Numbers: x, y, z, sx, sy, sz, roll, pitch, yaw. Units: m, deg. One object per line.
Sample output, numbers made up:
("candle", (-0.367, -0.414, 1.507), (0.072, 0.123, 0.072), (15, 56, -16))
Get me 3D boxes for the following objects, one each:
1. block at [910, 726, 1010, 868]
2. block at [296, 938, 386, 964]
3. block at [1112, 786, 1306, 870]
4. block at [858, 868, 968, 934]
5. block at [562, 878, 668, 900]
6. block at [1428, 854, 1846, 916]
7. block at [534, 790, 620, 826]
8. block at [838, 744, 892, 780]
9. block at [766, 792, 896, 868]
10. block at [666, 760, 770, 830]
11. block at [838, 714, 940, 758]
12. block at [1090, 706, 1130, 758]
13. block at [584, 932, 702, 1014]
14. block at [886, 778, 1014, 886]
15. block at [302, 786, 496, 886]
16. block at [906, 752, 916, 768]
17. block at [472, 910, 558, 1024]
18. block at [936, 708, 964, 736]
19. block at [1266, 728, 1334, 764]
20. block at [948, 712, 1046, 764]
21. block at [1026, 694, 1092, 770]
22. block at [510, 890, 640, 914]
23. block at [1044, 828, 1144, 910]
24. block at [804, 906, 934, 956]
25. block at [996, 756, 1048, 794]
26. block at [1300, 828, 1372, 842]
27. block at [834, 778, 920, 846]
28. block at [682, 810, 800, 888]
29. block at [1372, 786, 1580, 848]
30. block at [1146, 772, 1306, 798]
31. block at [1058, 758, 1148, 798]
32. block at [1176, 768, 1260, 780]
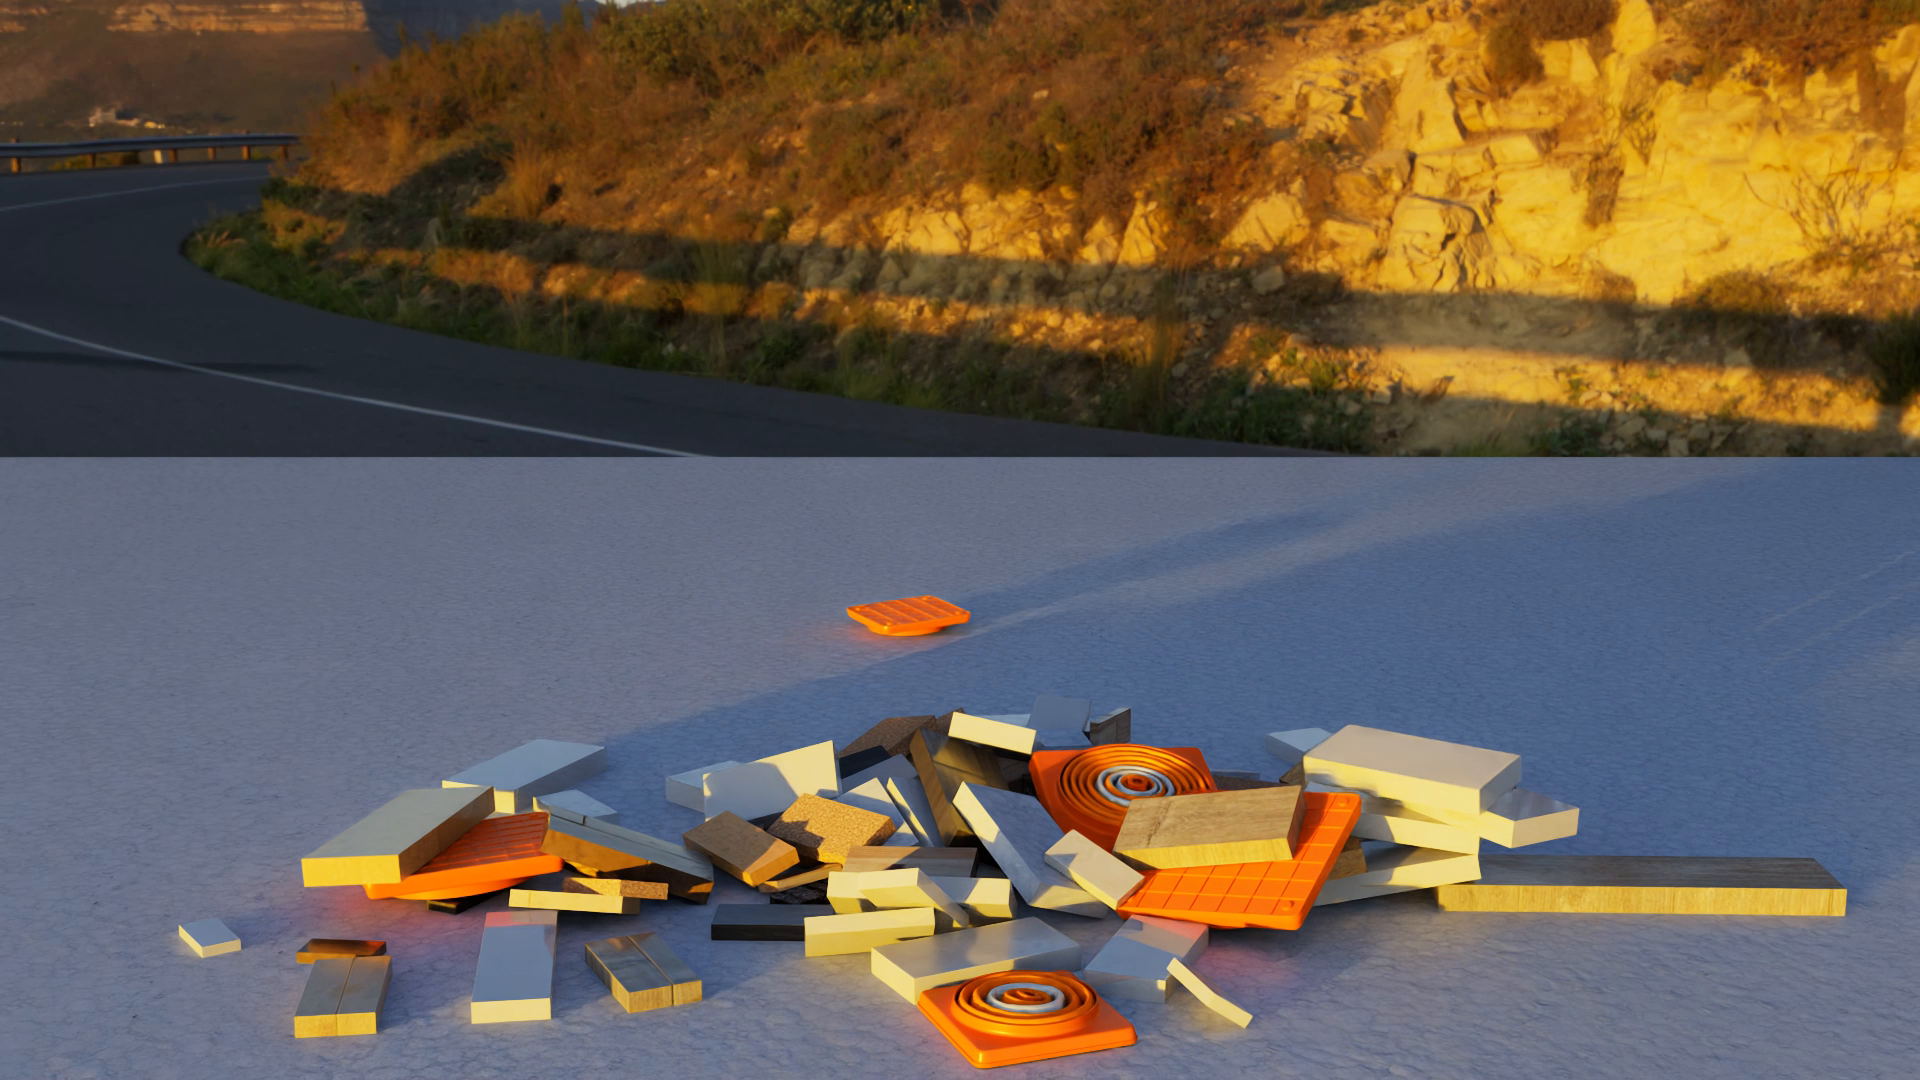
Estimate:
("block", (0.019, 0.451, 3.824), (0.152, 0.043, 0.381), (21, 16, -18))
("block", (-0.951, 0.634, 3.385), (0.119, 0.017, 0.059), (1, 11, 6))
("block", (0.406, 0.469, 3.570), (0.292, 0.041, 0.146), (-8, 26, 23))
("block", (-0.070, 0.556, 3.368), (0.098, 0.028, 0.195), (-8, -33, 22))
("block", (-0.558, 0.563, 3.554), (0.089, 0.025, 0.177), (12, -13, -39))
("block", (1.111, 0.571, 3.651), (0.654, 0.044, 0.157), (0, 11, 2))
("block", (-0.711, 0.502, 4.073), (0.089, 0.025, 0.177), (-7, 13, -35))
("block", (-0.195, 0.461, 4.069), (0.123, 0.035, 0.247), (49, 33, 21))
("block", (-0.224, 0.501, 3.778), (0.215, 0.030, 0.108), (9, 42, 43))
("block", (-0.389, 0.482, 4.125), (0.320, 0.045, 0.160), (10, 15, 43))
("block", (-0.169, 0.417, 4.297), (0.123, 0.035, 0.285), (-7, 15, 35))
("block", (0.310, 0.395, 4.524), (0.020, 0.072, 0.143), (6, 12, 31))
("block", (-0.475, 0.645, 3.289), (0.110, 0.031, 0.221), (-5, 12, -26))
("block", (-0.021, 0.505, 3.757), (0.108, 0.030, 0.325), (6, 23, -26))
("block", (-0.939, 0.496, 3.717), (0.160, 0.045, 0.464), (-3, 7, 7))
("block", (-0.109, 0.429, 4.335), (0.075, 0.021, 0.150), (-32, 14, -25))
("block", (-0.669, 0.639, 3.320), (0.110, 0.031, 0.371), (-2, 11, -8))
("block", (-0.040, 0.407, 4.409), (0.112, 0.032, 0.223), (-24, 13, 6))
("block", (0.734, 0.431, 4.429), (0.124, 0.035, 0.248), (-4, 11, -23))
("block", (0.072, 0.374, 4.095), (0.152, 0.043, 0.304), (12, -9, 8))
("block", (0.193, 0.389, 4.470), (0.112, 0.032, 0.223), (8, 28, 10))
("block", (-0.620, 0.583, 3.544), (0.187, 0.027, 0.094), (2, -11, 10))
("block", (0.215, 0.527, 3.527), (0.146, 0.021, 0.073), (32, 46, 27))
("block", (-0.139, 0.600, 3.362), (0.195, 0.028, 0.098), (-4, -30, -6))
("block", (0.003, 0.467, 4.013), (0.114, 0.032, 0.406), (7, 13, 34))
("block", (0.655, 0.526, 3.785), (0.194, 0.028, 0.097), (1, 11, 7))
("block", (-0.154, 0.502, 3.796), (0.114, 0.032, 0.229), (-26, 30, -9))
("block", (-0.376, 0.526, 3.755), (0.094, 0.027, 0.232), (-27, 25, -29))
("block", (0.844, 0.430, 3.634), (0.157, 0.044, 0.314), (-4, 13, -35))
("block", (0.593, 0.474, 3.960), (0.538, 0.035, 0.124), (2, 9, 40))
("block", (0.270, 0.477, 4.161), (0.149, 0.042, 0.299), (0, 11, -1))
("block", (0.498, 0.455, 4.244), (0.146, 0.021, 0.073), (5, -3, -29))
